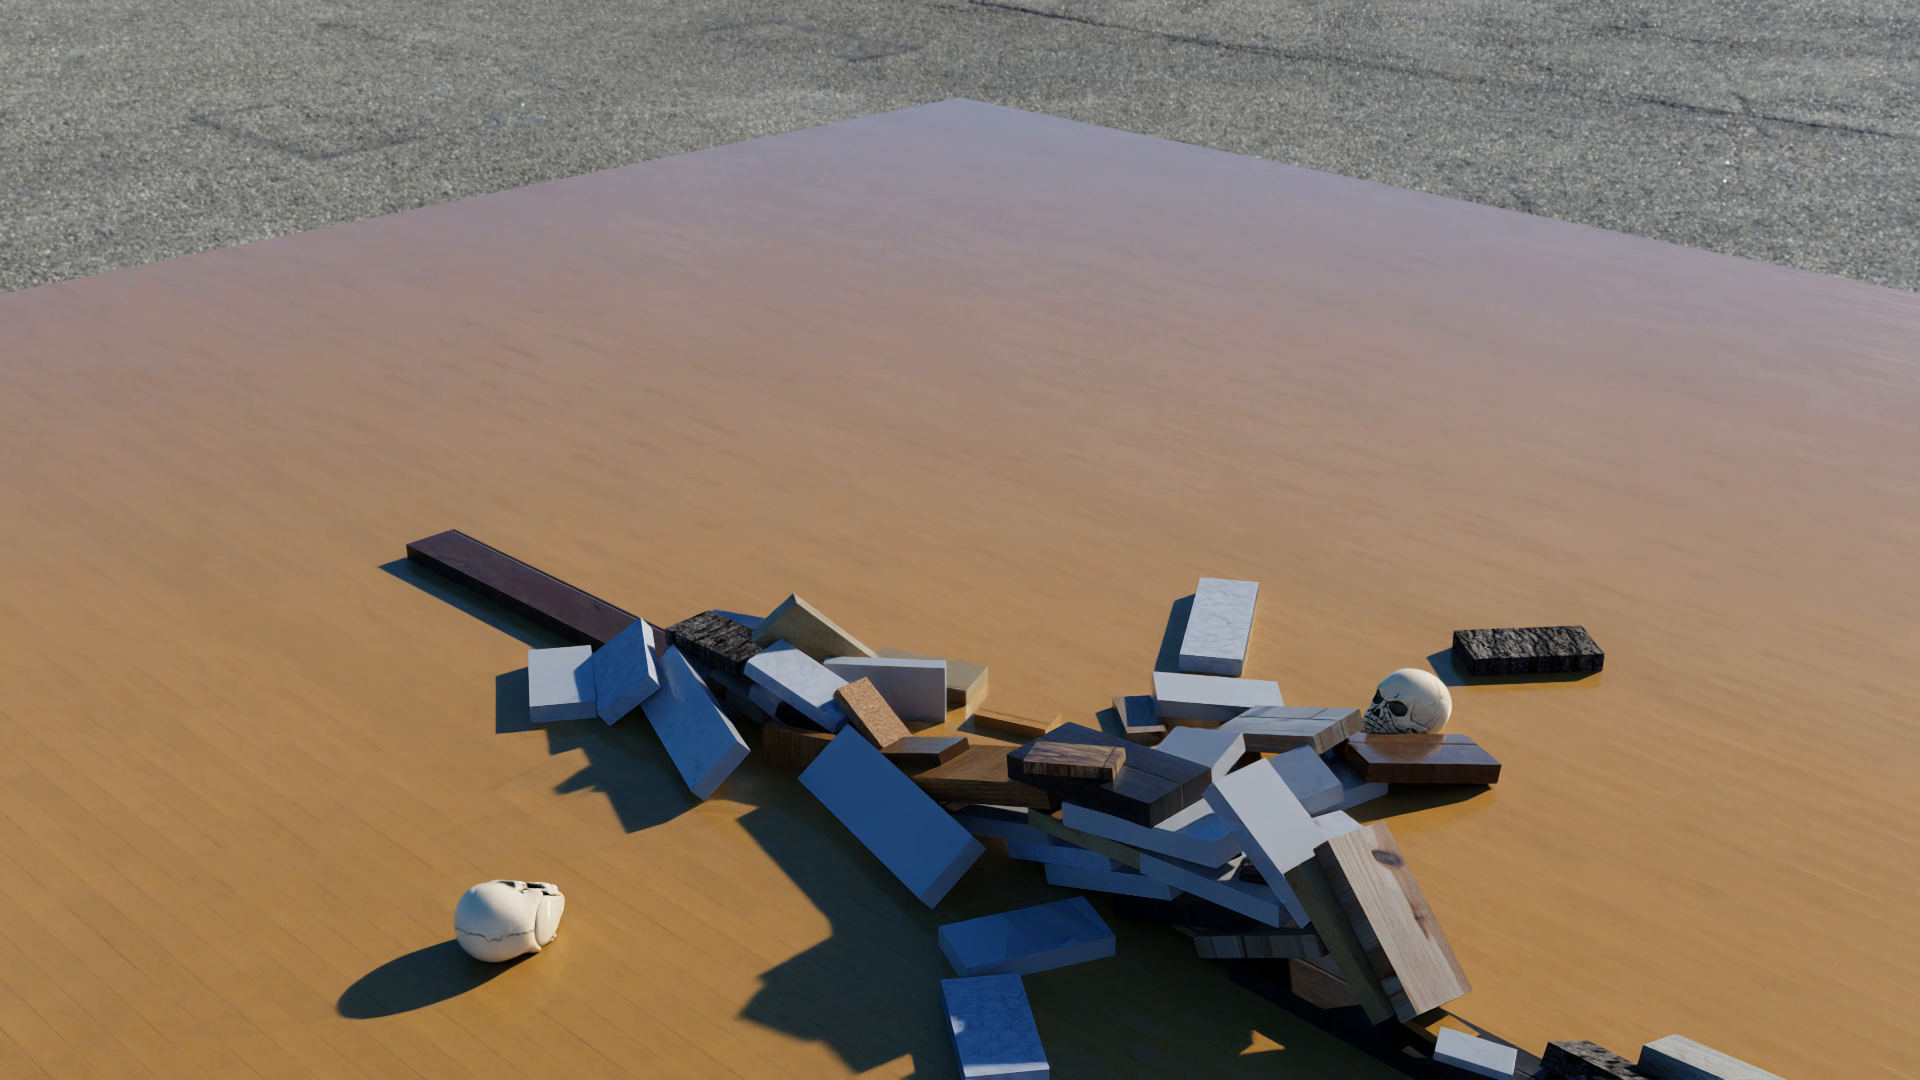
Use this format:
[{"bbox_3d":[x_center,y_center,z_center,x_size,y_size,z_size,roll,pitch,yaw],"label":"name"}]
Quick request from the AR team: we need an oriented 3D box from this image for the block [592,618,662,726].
[{"bbox_3d":[-0.747,0.291,4.913,0.144,0.041,0.287,-37,26,6],"label":"block"}]

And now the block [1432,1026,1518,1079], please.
[{"bbox_3d":[0.845,0.844,3.609,0.128,0.018,0.064,15,32,14],"label":"block"}]

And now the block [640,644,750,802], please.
[{"bbox_3d":[-0.580,0.383,4.697,0.140,0.040,0.494,-48,31,1],"label":"block"}]

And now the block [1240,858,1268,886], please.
[{"bbox_3d":[0.539,0.578,3.913,0.055,0.016,0.110,6,23,22],"label":"block"}]

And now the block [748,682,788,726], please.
[{"bbox_3d":[-0.324,0.374,4.733,0.247,0.035,0.123,36,37,24],"label":"block"}]

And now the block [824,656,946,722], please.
[{"bbox_3d":[-0.163,0.327,4.820,0.265,0.133,0.038,2,23,5],"label":"block"}]

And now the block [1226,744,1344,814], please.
[{"bbox_3d":[0.591,0.516,4.382,0.307,0.043,0.153,-20,31,-9],"label":"block"}]

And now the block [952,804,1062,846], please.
[{"bbox_3d":[0.123,0.543,4.313,0.134,0.038,0.268,-22,14,-40],"label":"block"}]

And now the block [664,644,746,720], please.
[{"bbox_3d":[-0.532,0.296,4.931,0.132,0.037,0.264,-19,44,-39],"label":"block"}]

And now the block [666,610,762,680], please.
[{"bbox_3d":[-0.520,0.233,4.907,0.264,0.037,0.132,21,31,38],"label":"block"}]

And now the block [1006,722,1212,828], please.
[{"bbox_3d":[0.275,0.432,4.076,0.350,0.050,0.175,15,28,43],"label":"block"}]

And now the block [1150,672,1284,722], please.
[{"bbox_3d":[0.567,0.350,4.854,0.280,0.040,0.140,5,23,-2],"label":"block"}]

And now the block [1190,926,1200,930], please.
[{"bbox_3d":[0.422,0.692,4.073,0.048,0.014,0.096,-18,22,-36],"label":"block"}]

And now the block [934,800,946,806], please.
[{"bbox_3d":[-0.053,0.520,4.497,0.046,0.013,0.092,-19,19,-38],"label":"block"}]

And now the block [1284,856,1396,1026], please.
[{"bbox_3d":[0.687,0.667,3.767,0.146,0.041,0.292,-19,73,-41],"label":"block"}]

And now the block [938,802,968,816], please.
[{"bbox_3d":[0.001,0.546,4.458,0.092,0.013,0.046,21,31,41],"label":"block"}]

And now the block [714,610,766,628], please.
[{"bbox_3d":[-0.495,0.228,5.112,0.209,0.030,0.104,9,60,22],"label":"block"}]

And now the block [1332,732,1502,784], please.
[{"bbox_3d":[0.948,0.452,4.566,0.307,0.043,0.153,3,18,-18],"label":"block"}]

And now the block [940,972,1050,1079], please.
[{"bbox_3d":[0.057,0.837,3.737,0.140,0.040,0.280,-3,23,-8],"label":"block"}]

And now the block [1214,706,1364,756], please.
[{"bbox_3d":[0.686,0.399,4.625,0.149,0.042,0.298,-24,13,-36],"label":"block"}]

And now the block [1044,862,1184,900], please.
[{"bbox_3d":[0.323,0.614,4.147,0.305,0.043,0.153,-1,16,45],"label":"block"}]

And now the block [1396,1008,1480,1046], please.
[{"bbox_3d":[0.804,0.819,3.699,0.064,0.018,0.128,-16,28,-33],"label":"block"}]

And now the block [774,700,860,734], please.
[{"bbox_3d":[-0.257,0.401,4.662,0.247,0.035,0.123,32,36,20],"label":"block"}]

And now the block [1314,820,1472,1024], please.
[{"bbox_3d":[0.739,0.648,3.755,0.149,0.042,0.323,-11,67,-39],"label":"block"}]

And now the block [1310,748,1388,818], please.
[{"bbox_3d":[0.711,0.511,4.502,0.307,0.043,0.153,-15,27,-31],"label":"block"}]

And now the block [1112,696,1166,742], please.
[{"bbox_3d":[0.391,0.391,4.809,0.085,0.024,0.171,-3,23,-7],"label":"block"}]

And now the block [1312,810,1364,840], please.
[{"bbox_3d":[0.661,0.610,4.269,0.298,0.042,0.149,-11,26,-25],"label":"block"}]

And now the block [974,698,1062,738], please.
[{"bbox_3d":[0.126,0.391,4.809,0.171,0.024,0.086,11,25,23],"label":"block"}]

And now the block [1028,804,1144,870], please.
[{"bbox_3d":[0.273,0.534,4.129,0.268,0.038,0.134,17,29,39],"label":"block"}]

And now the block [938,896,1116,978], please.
[{"bbox_3d":[0.121,0.727,3.994,0.288,0.041,0.144,-8,24,-19],"label":"block"}]

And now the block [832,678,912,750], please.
[{"bbox_3d":[-0.180,0.377,4.637,0.090,0.026,0.181,-20,64,-47],"label":"block"}]

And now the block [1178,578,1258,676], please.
[{"bbox_3d":[0.619,0.201,5.234,0.144,0.041,0.443,5,23,11],"label":"block"}]

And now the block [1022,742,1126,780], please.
[{"bbox_3d":[0.211,0.406,4.054,0.171,0.024,0.086,2,21,20],"label":"block"}]

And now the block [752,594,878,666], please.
[{"bbox_3d":[-0.316,0.238,4.836,0.266,0.133,0.038,39,16,-32],"label":"block"}]

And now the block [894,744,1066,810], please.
[{"bbox_3d":[0.039,0.465,4.373,0.175,0.050,0.551,-24,14,-41],"label":"block"}]

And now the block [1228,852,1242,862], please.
[{"bbox_3d":[0.447,0.558,3.941,0.055,0.016,0.110,-17,12,-33],"label":"block"}]

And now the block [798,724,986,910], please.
[{"bbox_3d":[-0.142,0.536,4.330,0.153,0.043,0.525,-48,36,-6],"label":"block"}]

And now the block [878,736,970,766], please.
[{"bbox_3d":[-0.078,0.431,4.500,0.181,0.026,0.090,-5,14,43],"label":"block"}]

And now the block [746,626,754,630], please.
[{"bbox_3d":[-0.418,0.267,5.024,0.209,0.030,0.104,10,59,23],"label":"block"}]

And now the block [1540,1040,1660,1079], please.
[{"bbox_3d":[1.101,0.889,3.535,0.296,0.042,0.148,22,6,42],"label":"block"}]

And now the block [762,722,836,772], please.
[{"bbox_3d":[-0.326,0.442,4.603,0.181,0.090,0.026,9,25,20],"label":"block"}]

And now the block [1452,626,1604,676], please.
[{"bbox_3d":[1.316,0.256,5.102,0.307,0.043,0.153,-2,23,-5],"label":"block"}]

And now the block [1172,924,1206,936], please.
[{"bbox_3d":[0.444,0.717,4.050,0.048,0.014,0.096,-20,29,-39],"label":"block"}]

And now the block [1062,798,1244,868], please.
[{"bbox_3d":[0.376,0.503,4.008,0.350,0.050,0.175,10,24,42],"label":"block"}]

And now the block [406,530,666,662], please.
[{"bbox_3d":[-0.965,0.164,5.322,1.130,0.041,0.144,21,31,40],"label":"block"}]

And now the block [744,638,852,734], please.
[{"bbox_3d":[-0.326,0.311,4.695,0.247,0.035,0.123,32,36,19],"label":"block"}]

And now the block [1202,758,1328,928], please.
[{"bbox_3d":[0.568,0.530,3.867,0.146,0.041,0.292,-18,63,-41],"label":"block"}]

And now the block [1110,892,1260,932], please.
[{"bbox_3d":[0.443,0.655,4.034,0.305,0.043,0.153,-3,15,45],"label":"block"}]

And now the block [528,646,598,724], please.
[{"bbox_3d":[-0.896,0.322,4.950,0.144,0.041,0.287,-4,23,-10],"label":"block"}]

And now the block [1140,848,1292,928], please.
[{"bbox_3d":[0.491,0.598,3.951,0.305,0.043,0.153,17,28,40],"label":"block"}]

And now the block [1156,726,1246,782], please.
[{"bbox_3d":[0.437,0.476,4.426,0.153,0.043,0.307,2,27,35],"label":"block"}]

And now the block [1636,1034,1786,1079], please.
[{"bbox_3d":[1.266,0.885,3.556,0.296,0.042,0.148,19,9,37],"label":"block"}]

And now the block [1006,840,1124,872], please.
[{"bbox_3d":[0.232,0.579,4.214,0.134,0.038,0.268,-23,15,-41],"label":"block"}]

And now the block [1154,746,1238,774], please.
[{"bbox_3d":[0.417,0.485,4.564,0.288,0.041,0.144,-14,27,-30],"label":"block"}]

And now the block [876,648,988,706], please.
[{"bbox_3d":[-0.085,0.309,4.986,0.266,0.038,0.133,9,25,21],"label":"block"}]

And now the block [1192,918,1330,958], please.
[{"bbox_3d":[0.570,0.694,3.903,0.146,0.041,0.292,-21,5,-41],"label":"block"}]

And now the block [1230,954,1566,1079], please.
[{"bbox_3d":[0.921,0.902,3.581,0.148,0.042,1.123,-21,30,-40],"label":"block"}]

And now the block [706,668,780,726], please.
[{"bbox_3d":[-0.416,0.348,4.815,0.264,0.037,0.132,30,35,26],"label":"block"}]
